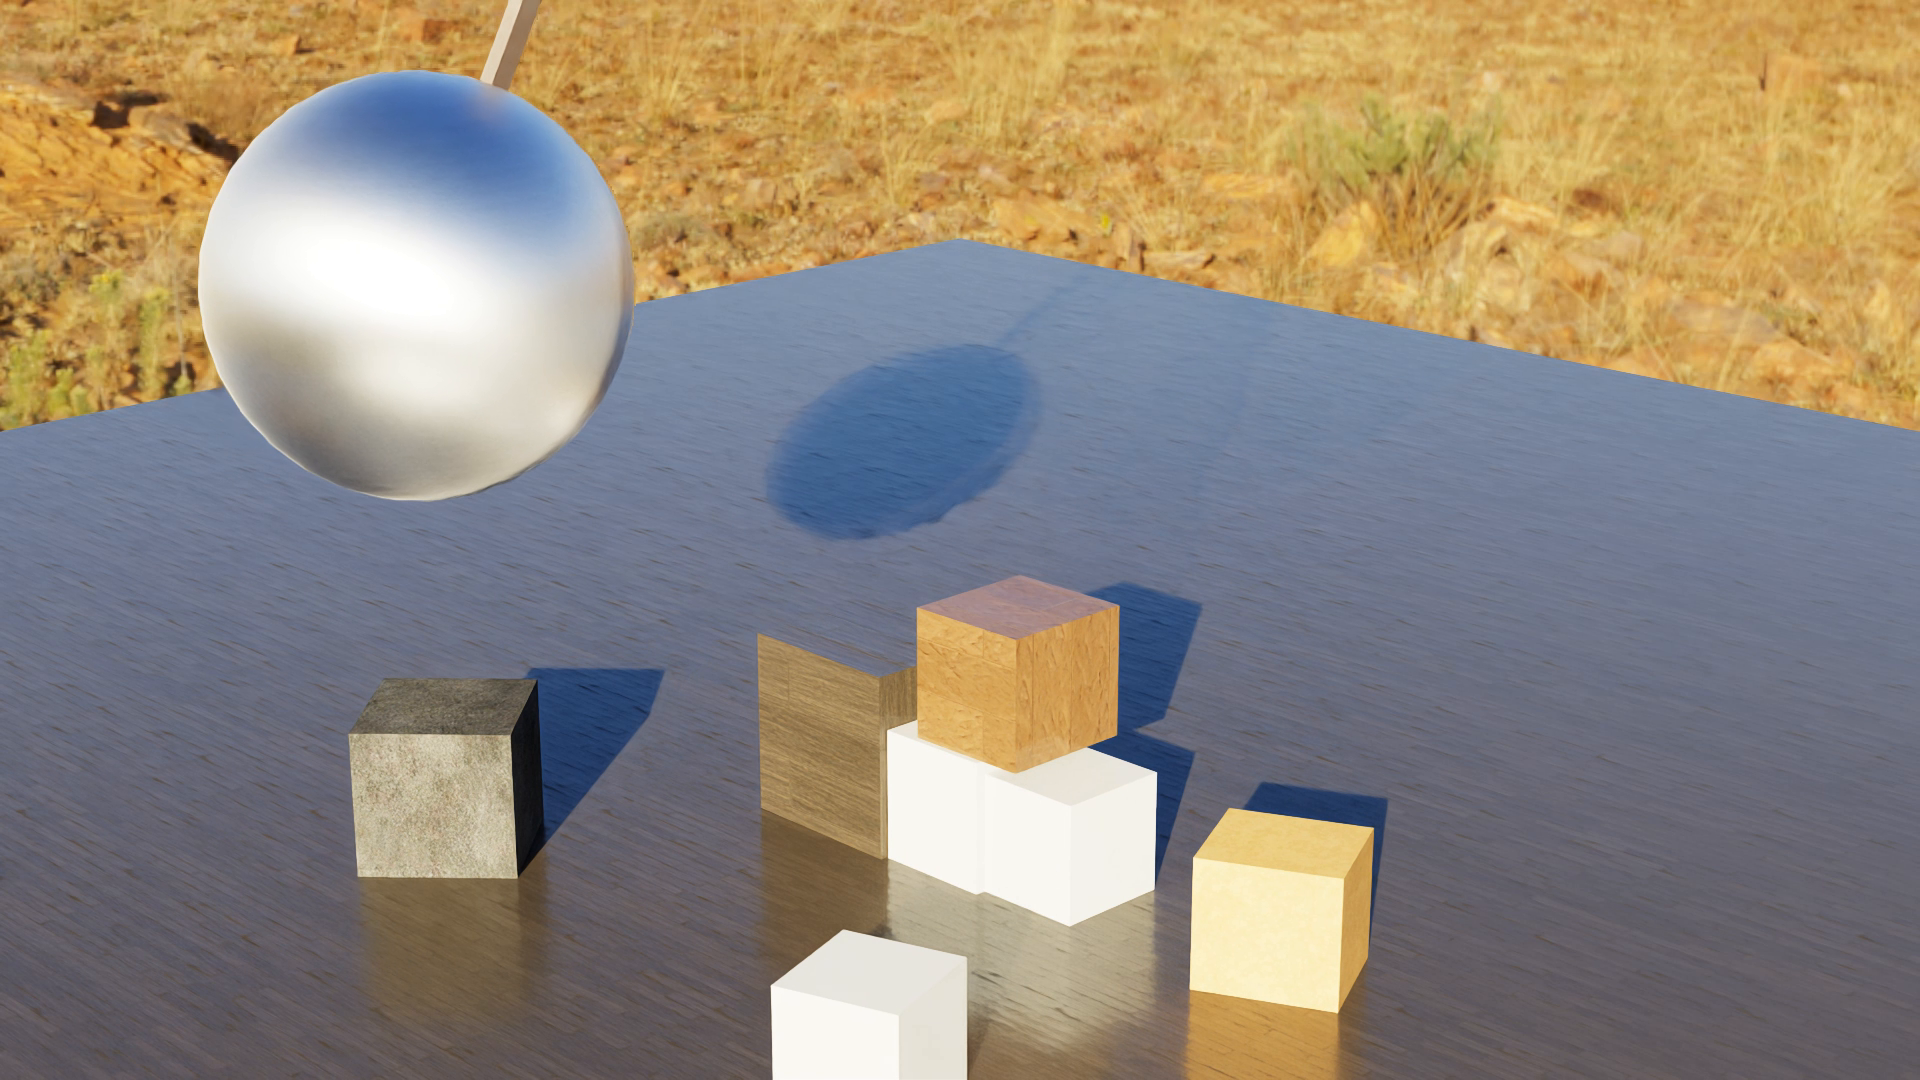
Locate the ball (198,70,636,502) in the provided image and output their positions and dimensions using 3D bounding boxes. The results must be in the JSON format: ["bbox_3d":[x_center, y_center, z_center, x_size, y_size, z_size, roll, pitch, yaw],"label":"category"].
[{"bbox_3d":[-2.016,-0.944,10.932,1.600,1.600,1.600,0,17,0],"label":"ball"}]

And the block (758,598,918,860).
[{"bbox_3d":[-0.389,0.883,14.037,0.768,0.899,0.862,-16,24,-41],"label":"block"}]

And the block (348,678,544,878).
[{"bbox_3d":[-2.381,1.101,13.673,0.734,0.701,0.736,0,17,2],"label":"block"}]

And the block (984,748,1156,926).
[{"bbox_3d":[0.497,1.316,13.207,0.561,0.570,0.527,-17,24,-42],"label":"block"}]

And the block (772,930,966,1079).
[{"bbox_3d":[-0.346,1.915,11.350,0.550,0.540,0.560,9,19,26],"label":"block"}]

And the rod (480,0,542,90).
[{"bbox_3d":[-0.874,-4.140,11.125,0.080,5.200,0.080,17,-4,42],"label":"rod"}]

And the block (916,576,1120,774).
[{"bbox_3d":[0.262,0.597,13.280,0.667,0.627,0.620,-17,24,-42],"label":"block"}]

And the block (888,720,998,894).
[{"bbox_3d":[0.110,1.167,13.573,0.672,0.635,0.578,-17,24,-42],"label":"block"}]

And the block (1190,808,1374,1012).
[{"bbox_3d":[1.363,1.556,12.391,0.634,0.601,0.565,6,19,19],"label":"block"}]
